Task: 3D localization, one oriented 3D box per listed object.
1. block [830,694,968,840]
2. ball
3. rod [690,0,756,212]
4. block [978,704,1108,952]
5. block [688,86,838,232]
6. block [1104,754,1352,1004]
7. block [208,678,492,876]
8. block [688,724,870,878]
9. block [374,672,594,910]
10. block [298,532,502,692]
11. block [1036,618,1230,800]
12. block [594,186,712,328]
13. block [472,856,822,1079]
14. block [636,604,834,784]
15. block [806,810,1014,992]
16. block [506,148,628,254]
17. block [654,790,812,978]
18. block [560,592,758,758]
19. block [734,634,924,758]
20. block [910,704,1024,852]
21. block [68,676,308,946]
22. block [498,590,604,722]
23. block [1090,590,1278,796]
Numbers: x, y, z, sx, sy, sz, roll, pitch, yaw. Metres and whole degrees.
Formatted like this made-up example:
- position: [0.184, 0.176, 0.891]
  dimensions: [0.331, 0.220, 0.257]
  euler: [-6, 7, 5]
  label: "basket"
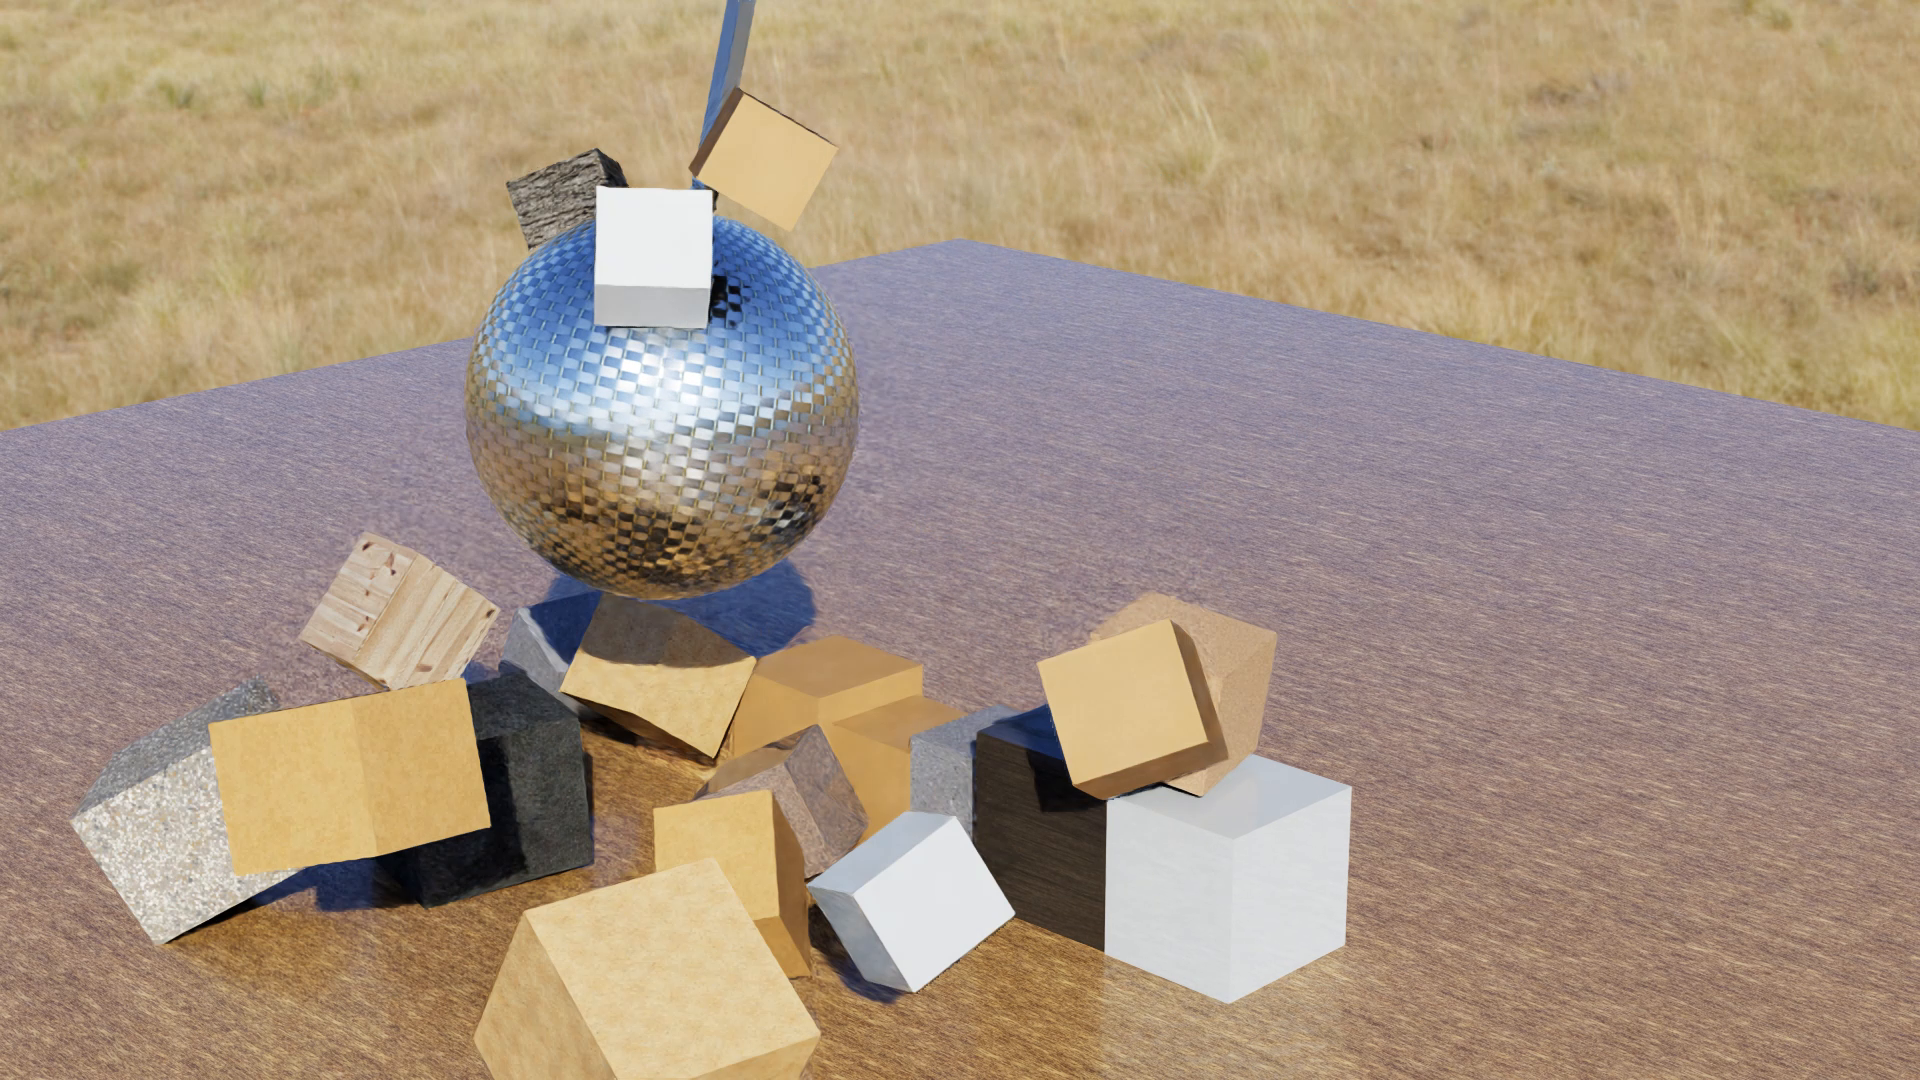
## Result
- position: [-0.222, 1.114, 13.930]
  dimensions: [0.560, 0.522, 0.539]
  euler: [-16, 24, -42]
  label: "block"
- position: [-1.205, -0.554, 11.904]
  dimensions: [1.600, 1.600, 1.600]
  euler: [0, 17, 0]
  label: "ball"
- position: [-0.522, -3.869, 11.578]
  dimensions: [0.080, 5.200, 0.080]
  euler: [17, 7, 42]
  label: "rod"
- position: [0.616, 1.230, 13.057]
  dimensions: [0.765, 0.823, 0.763]
  euler: [16, 23, 41]
  label: "block"
- position: [-0.746, -1.439, 11.058]
  dimensions: [0.402, 0.360, 0.416]
  euler: [29, 7, -14]
  label: "block"
- position: [1.149, 1.420, 12.590]
  dimensions: [0.689, 0.741, 0.797]
  euler: [16, 24, 42]
  label: "block"
- position: [-2.290, 0.886, 11.028]
  dimensions: [0.696, 0.577, 0.662]
  euler: [-11, -1, 29]
  label: "block"
- position: [-0.810, 1.232, 13.239]
  dimensions: [0.516, 0.524, 0.493]
  euler: [-24, 10, 22]
  label: "block"
- position: [-2.225, 1.136, 13.435]
  dimensions: [0.819, 0.729, 0.671]
  euler: [-14, 22, -28]
  label: "block"
- position: [-2.507, 0.374, 13.134]
  dimensions: [0.468, 0.564, 0.531]
  euler: [18, -17, 48]
  label: "block"
- position: [0.708, 0.693, 11.894]
  dimensions: [0.566, 0.521, 0.526]
  euler: [-19, -16, 11]
  label: "block"
- position: [-1.154, -1.058, 11.014]
  dimensions: [0.425, 0.390, 0.400]
  euler: [1, -18, -7]
  label: "block"
- position: [-1.155, 1.812, 10.694]
  dimensions: [0.797, 0.814, 0.824]
  euler: [-13, 55, -35]
  label: "block"
- position: [-1.118, 0.788, 14.780]
  dimensions: [0.727, 0.633, 0.739]
  euler: [17, 24, 42]
  label: "block"
- position: [-0.186, 1.336, 10.892]
  dimensions: [0.489, 0.439, 0.460]
  euler: [-35, 12, -21]
  label: "block"
- position: [-1.619, -1.373, 12.465]
  dimensions: [0.412, 0.397, 0.413]
  euler: [-21, -5, 6]
  label: "block"
- position: [-0.943, 1.463, 12.176]
  dimensions: [0.500, 0.593, 0.576]
  euler: [-10, 57, 6]
  label: "block"
- position: [-1.439, 0.645, 14.010]
  dimensions: [0.549, 0.521, 0.587]
  euler: [12, -16, 41]
  label: "block"
- position: [-0.639, 0.923, 14.308]
  dimensions: [0.671, 0.660, 0.628]
  euler: [-16, 24, -42]
  label: "block"
- position: [0.165, 1.183, 13.553]
  dimensions: [0.585, 0.616, 0.518]
  euler: [-17, 24, -42]
  label: "block"
- position: [-3.319, 1.186, 12.962]
  dimensions: [0.773, 0.677, 0.795]
  euler: [-28, 16, 7]
  label: "block"
- position: [-2.010, 0.626, 15.291]
  dimensions: [0.562, 0.464, 0.466]
  euler: [-13, 52, -36]
  label: "block"
- position: [0.925, 0.650, 12.596]
  dimensions: [0.620, 0.561, 0.571]
  euler: [19, 26, 24]
  label: "block"
